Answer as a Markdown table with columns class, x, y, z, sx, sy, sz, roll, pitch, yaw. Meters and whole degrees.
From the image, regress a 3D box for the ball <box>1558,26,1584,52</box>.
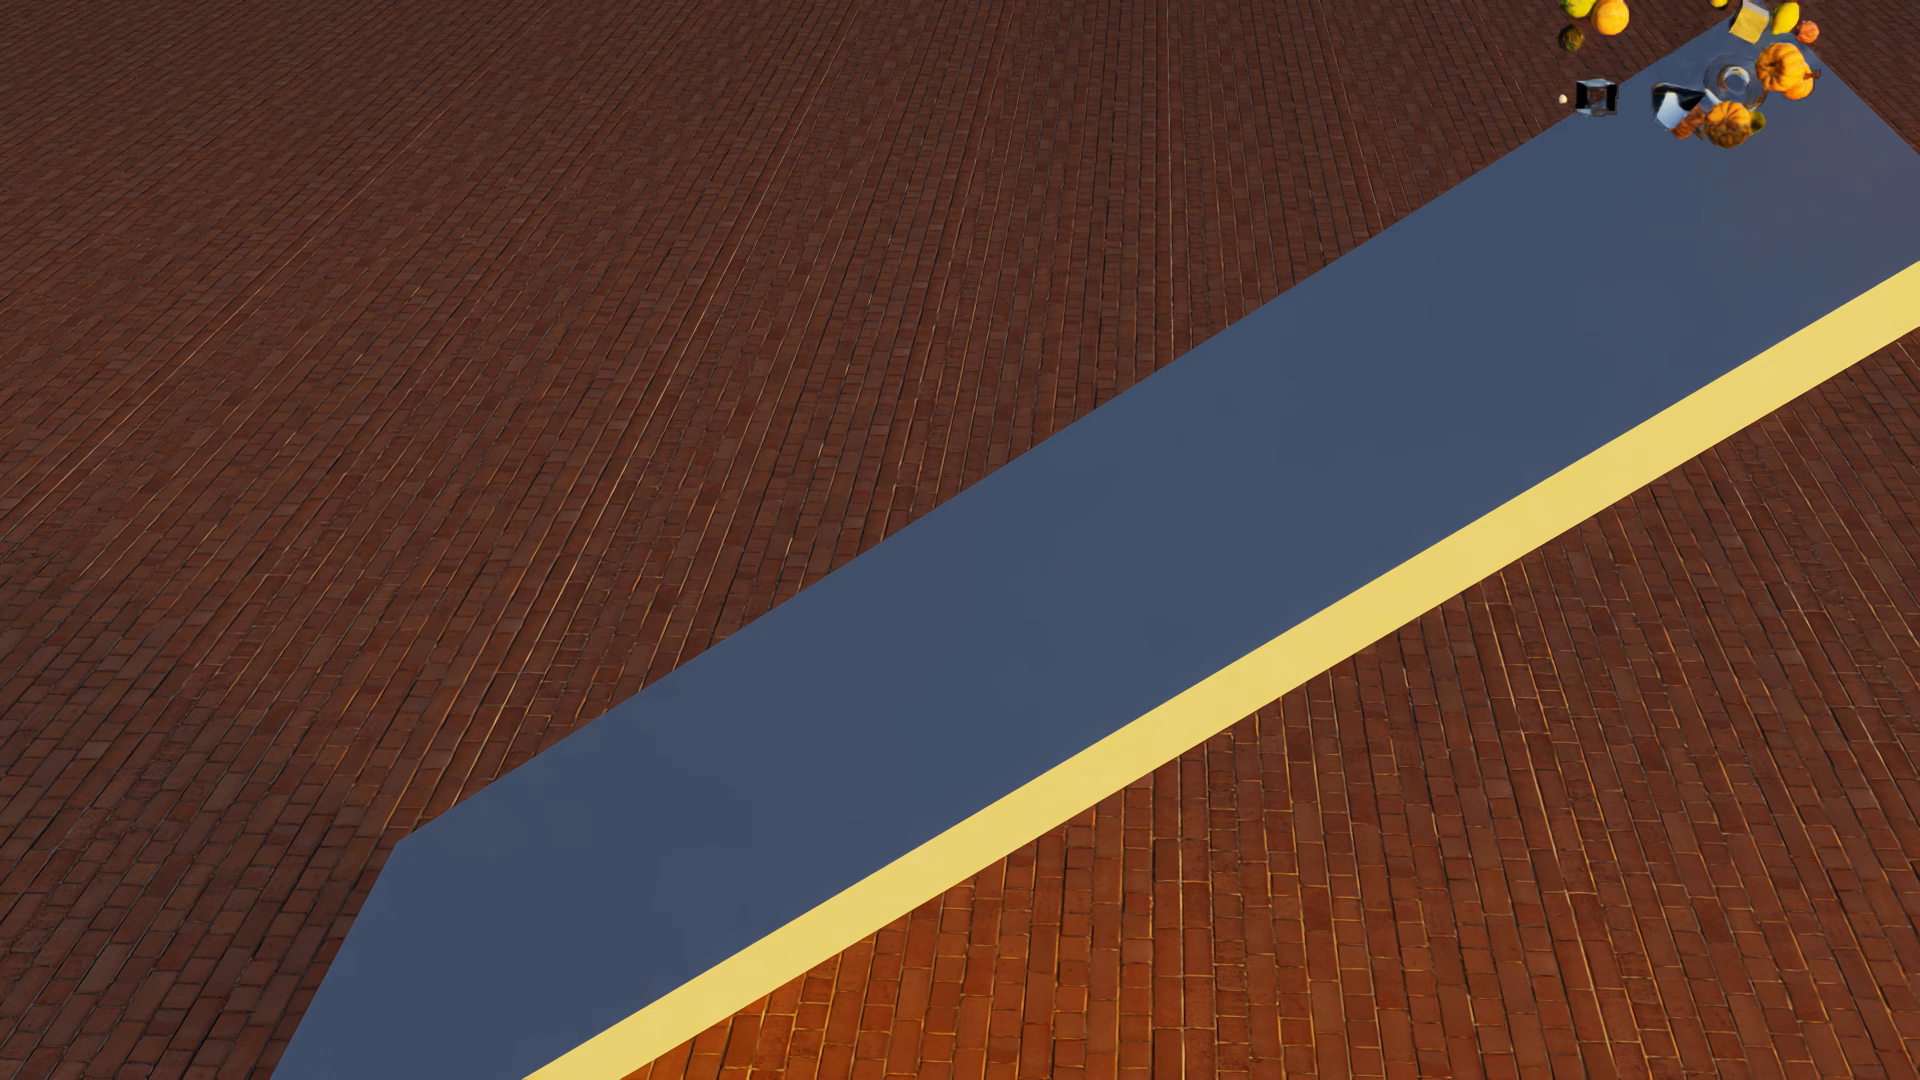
| class | x | y | z | sx | sy | sz | roll | pitch | yaw |
| --- | --- | --- | --- | --- | --- | --- | --- | --- | --- |
| ball | 1.229 | -1.009 | 5.916 | 0.052 | 0.052 | 0.052 | 0 | 21 | 0 |

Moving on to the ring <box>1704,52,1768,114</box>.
| class | x | y | z | sx | sy | sz | roll | pitch | yaw |
| --- | --- | --- | --- | --- | --- | --- | --- | --- | --- |
| ring | 1.513 | -0.889 | 5.733 | 0.130 | 0.130 | 0.043 | 14 | 39 | 32 |

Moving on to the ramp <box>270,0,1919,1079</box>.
| class | x | y | z | sx | sy | sz | roll | pitch | yaw |
| --- | --- | --- | --- | --- | --- | --- | --- | --- | --- |
| ramp | 0.138 | 0.172 | 6.301 | 4.000 | 0.100 | 2.000 | -32 | 16 | 14 |

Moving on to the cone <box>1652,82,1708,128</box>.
| class | x | y | z | sx | sy | sz | roll | pitch | yaw |
| --- | --- | --- | --- | --- | --- | --- | --- | --- | --- |
| cone | 1.408 | -0.854 | 5.698 | 0.093 | 0.093 | 0.093 | -20 | 5 | -42 |

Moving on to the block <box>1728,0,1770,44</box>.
| class | x | y | z | sx | sy | sz | roll | pitch | yaw |
| --- | --- | --- | --- | --- | --- | --- | --- | --- | --- |
| block | 1.562 | -1.026 | 5.825 | 0.057 | 0.057 | 0.057 | 25 | 28 | 0 |

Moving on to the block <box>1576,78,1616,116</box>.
| class | x | y | z | sx | sy | sz | roll | pitch | yaw |
| --- | --- | --- | --- | --- | --- | --- | --- | --- | --- |
| block | 1.294 | -0.902 | 5.985 | 0.057 | 0.057 | 0.057 | -9 | 23 | -17 |
